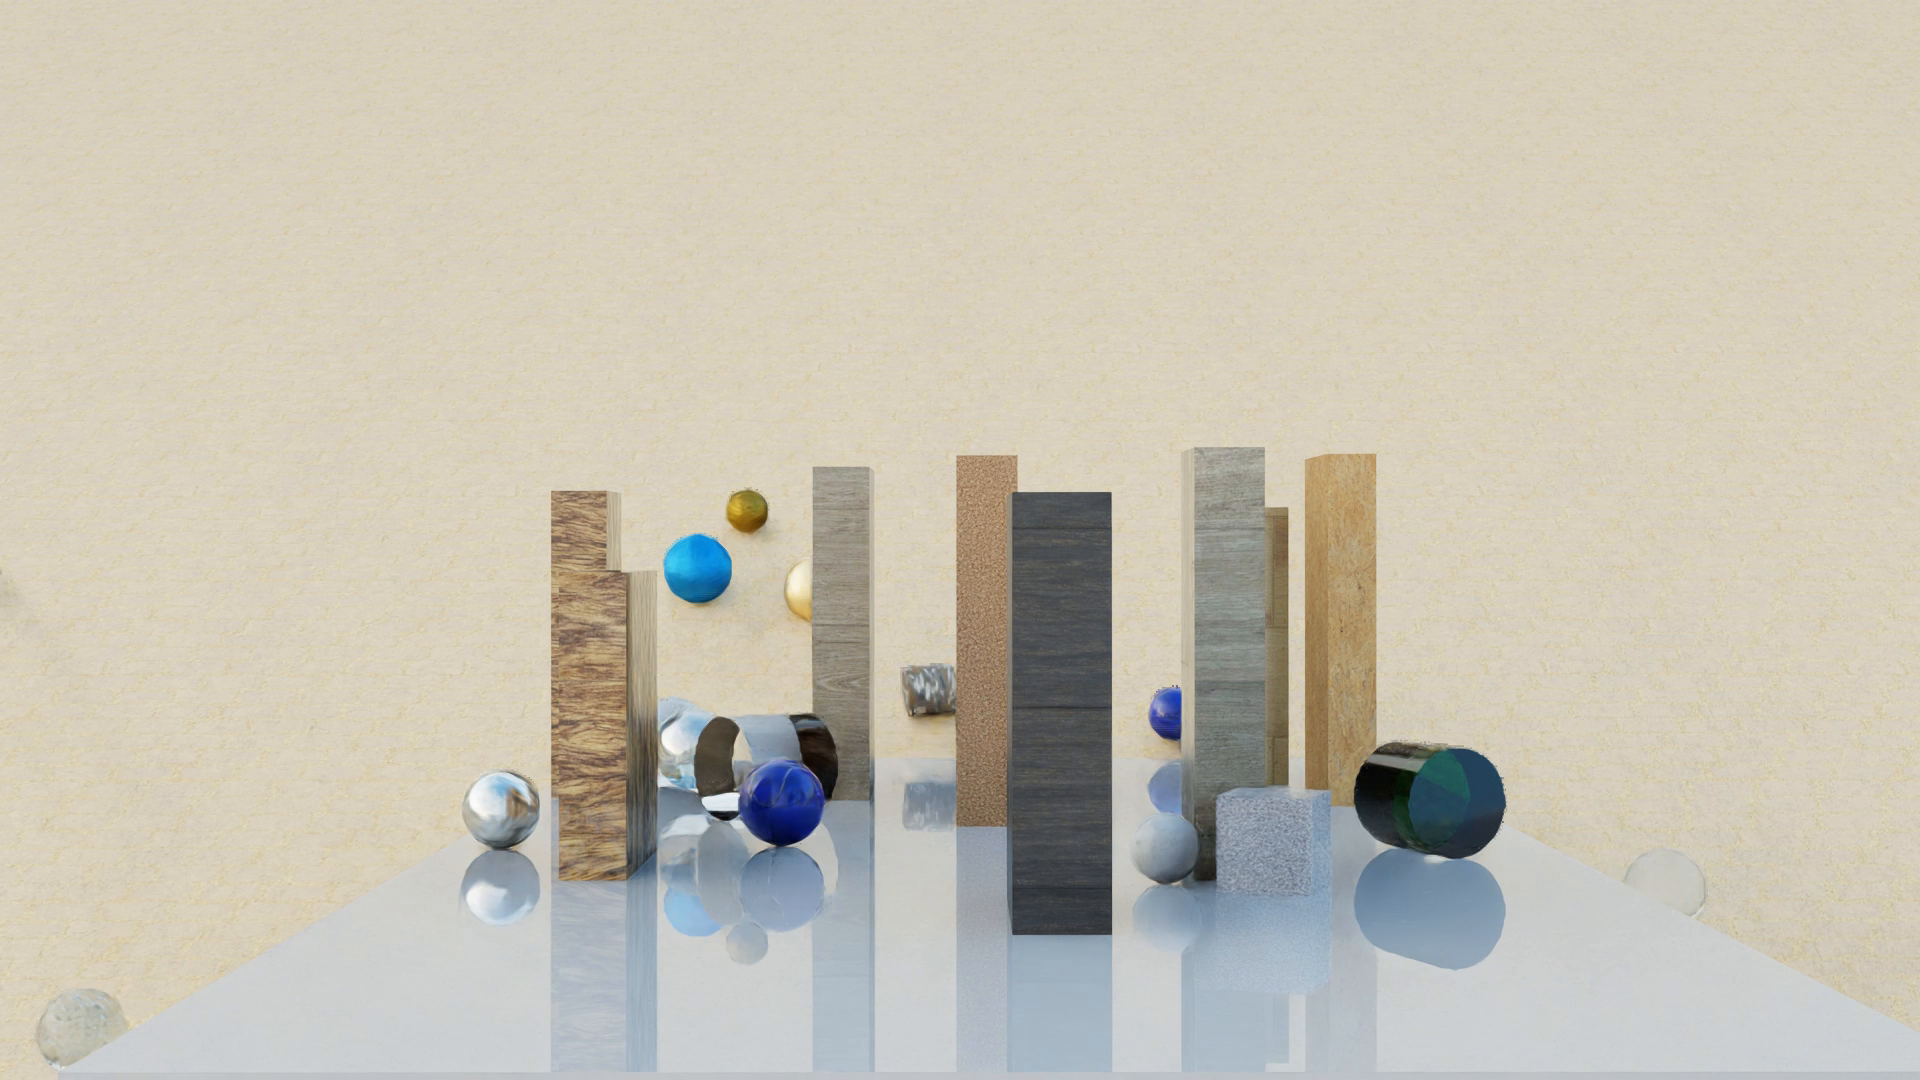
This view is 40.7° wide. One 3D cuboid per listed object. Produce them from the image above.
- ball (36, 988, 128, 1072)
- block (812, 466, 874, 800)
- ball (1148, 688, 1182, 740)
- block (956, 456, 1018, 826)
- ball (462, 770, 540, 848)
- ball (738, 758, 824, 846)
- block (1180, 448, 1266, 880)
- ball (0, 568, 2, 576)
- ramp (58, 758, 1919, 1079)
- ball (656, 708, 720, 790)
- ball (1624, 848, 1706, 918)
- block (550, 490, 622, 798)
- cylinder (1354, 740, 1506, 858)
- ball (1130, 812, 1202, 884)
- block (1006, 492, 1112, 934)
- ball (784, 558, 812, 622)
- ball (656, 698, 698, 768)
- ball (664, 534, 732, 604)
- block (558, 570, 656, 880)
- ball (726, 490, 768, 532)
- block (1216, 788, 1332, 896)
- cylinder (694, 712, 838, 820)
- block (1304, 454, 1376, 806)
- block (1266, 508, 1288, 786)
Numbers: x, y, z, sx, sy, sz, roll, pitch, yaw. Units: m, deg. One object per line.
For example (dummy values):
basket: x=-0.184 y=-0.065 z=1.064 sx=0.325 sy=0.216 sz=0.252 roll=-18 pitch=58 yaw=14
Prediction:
ball: x=-1.950 y=1.092 z=5.749 sx=0.193 sy=0.193 sz=0.193 roll=0 pitch=30 yaw=0
block: x=-0.255 y=0.201 z=5.718 sx=0.122 sy=0.715 sz=0.349 roll=0 pitch=0 yaw=0
ball: x=0.570 y=0.462 z=6.872 sx=0.140 sy=0.140 sz=0.140 roll=0 pitch=30 yaw=0
block: x=0.052 y=0.197 z=5.243 sx=0.119 sy=0.721 sz=0.427 roll=0 pitch=0 yaw=0
ball: x=-0.827 y=0.486 z=4.665 sx=0.140 sy=0.140 sz=0.140 roll=0 pitch=30 yaw=0
ball: x=-0.325 y=0.477 z=4.711 sx=0.157 sy=0.157 sz=0.157 roll=0 pitch=30 yaw=0
block: x=0.438 y=0.202 z=4.332 sx=0.115 sy=0.705 sz=0.251 roll=0 pitch=0 yaw=0
ball: x=-2.860 y=0.091 z=7.461 sx=0.181 sy=0.181 sz=0.181 roll=0 pitch=30 yaw=0
ramp: x=0.068 y=0.605 z=4.671 sx=2.000 sy=0.100 sz=4.000 roll=0 pitch=0 yaw=0
ball: x=-0.568 y=0.446 z=5.523 sx=0.172 sy=0.172 sz=0.172 roll=0 pitch=30 yaw=0
ball: x=1.684 y=0.835 z=6.187 sx=0.194 sy=0.194 sz=0.194 roll=0 pitch=30 yaw=0
block: x=-0.826 y=0.226 z=5.731 sx=0.120 sy=0.666 sz=0.248 roll=0 pitch=0 yaw=0
cylinder: x=0.832 y=0.458 z=4.593 sx=0.193 sy=0.193 sz=0.193 roll=-12 pitch=4 yaw=-20
ball: x=0.332 y=0.497 z=4.176 sx=0.113 sy=0.113 sz=0.113 roll=0 pitch=30 yaw=0
block: x=0.143 y=0.243 z=3.818 sx=0.140 sy=0.619 sz=0.399 roll=0 pitch=0 yaw=0
ball: x=-0.412 y=0.141 z=7.376 sx=0.182 sy=0.182 sz=0.182 roll=0 pitch=30 yaw=0
ball: x=-0.695 y=0.471 z=6.262 sx=0.181 sy=0.181 sz=0.181 roll=0 pitch=30 yaw=0
ball: x=-0.755 y=0.084 z=7.459 sx=0.197 sy=0.197 sz=0.197 roll=0 pitch=30 yaw=0
block: x=-0.598 y=0.304 z=4.426 sx=0.110 sy=0.502 sz=0.430 roll=0 pitch=0 yaw=0
ball: x=-0.642 y=-0.087 z=7.814 sx=0.131 sy=0.131 sz=0.131 roll=0 pitch=30 yaw=0
block: x=0.499 y=0.477 z=4.109 sx=0.152 sy=0.152 sz=0.152 roll=0 pitch=0 yaw=20
cylinder: x=-0.390 y=0.454 z=5.197 sx=0.207 sy=0.207 sz=0.207 roll=0 pitch=24 yaw=-39
block: x=0.823 y=0.189 z=5.608 sx=0.102 sy=0.739 sz=0.360 roll=0 pitch=0 yaw=0
block: x=0.687 y=0.243 z=6.061 sx=0.126 sy=0.634 sz=0.309 roll=0 pitch=0 yaw=0
